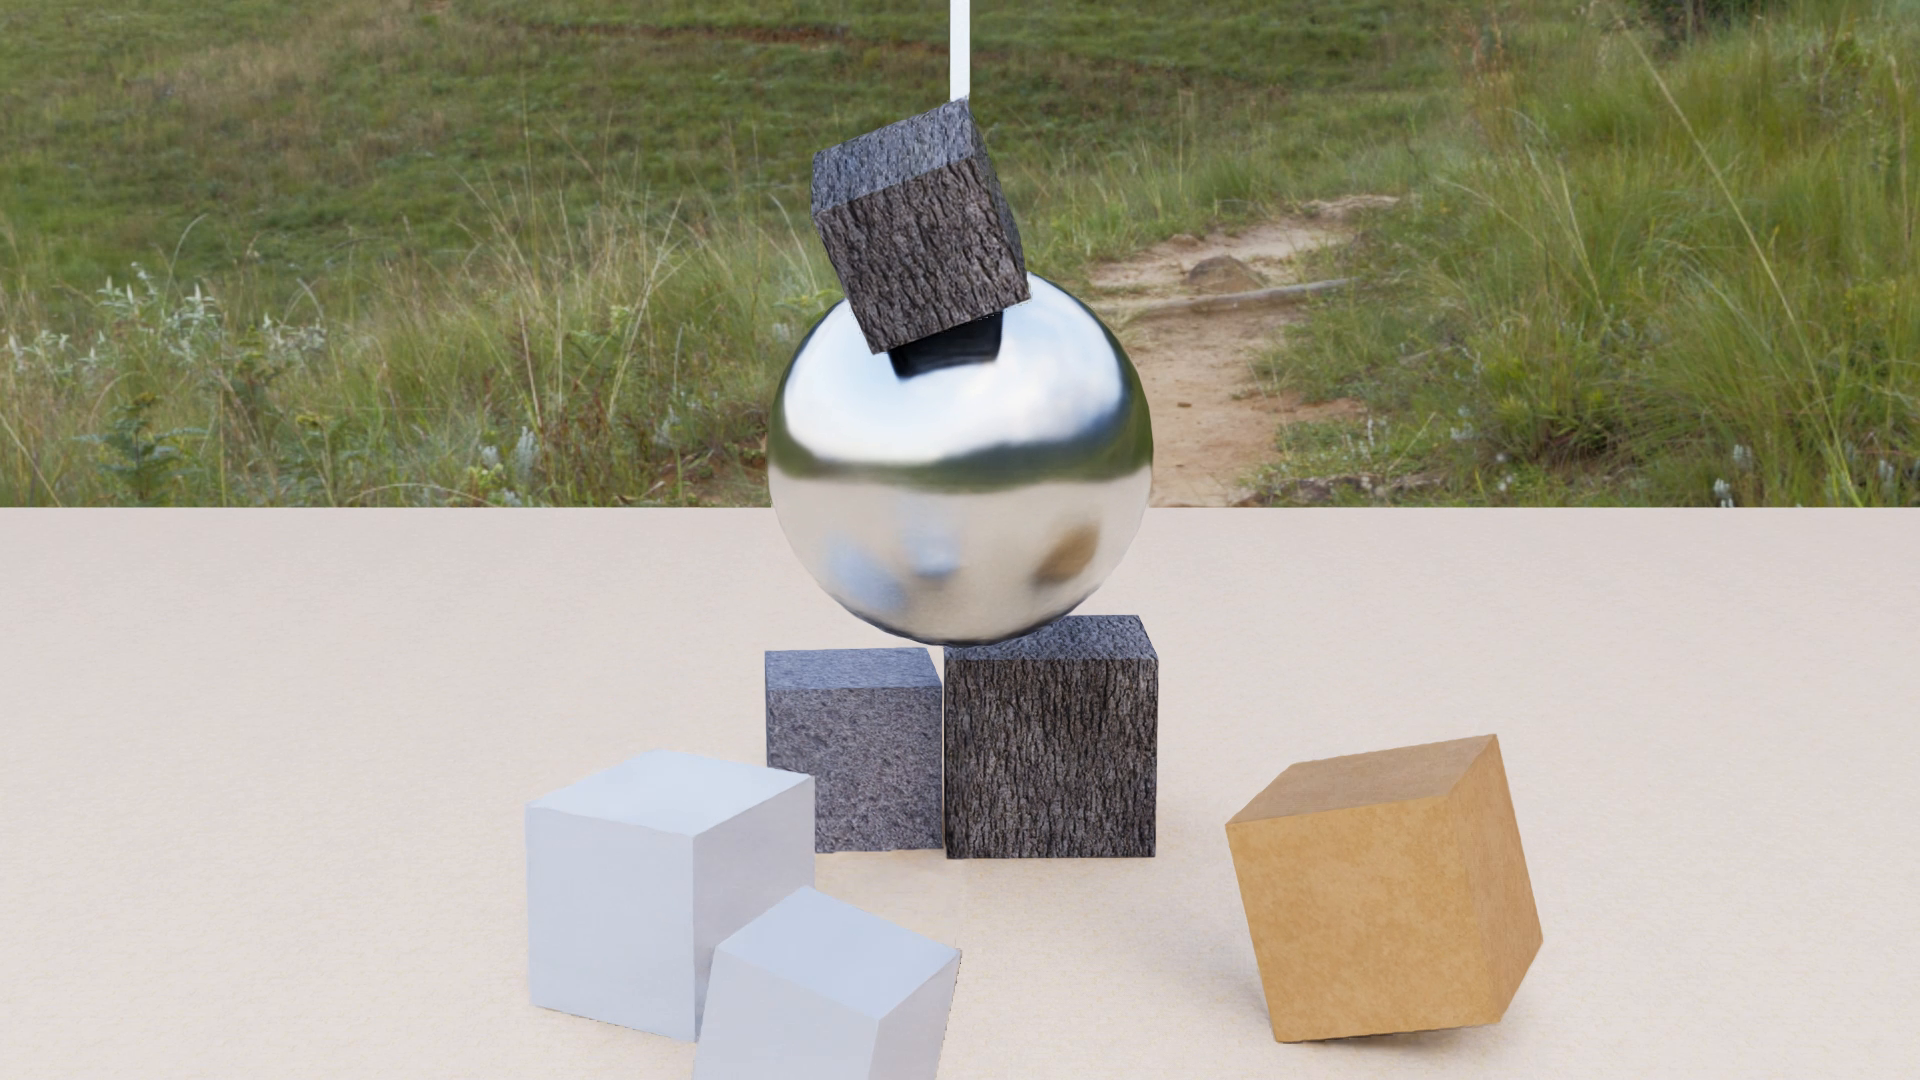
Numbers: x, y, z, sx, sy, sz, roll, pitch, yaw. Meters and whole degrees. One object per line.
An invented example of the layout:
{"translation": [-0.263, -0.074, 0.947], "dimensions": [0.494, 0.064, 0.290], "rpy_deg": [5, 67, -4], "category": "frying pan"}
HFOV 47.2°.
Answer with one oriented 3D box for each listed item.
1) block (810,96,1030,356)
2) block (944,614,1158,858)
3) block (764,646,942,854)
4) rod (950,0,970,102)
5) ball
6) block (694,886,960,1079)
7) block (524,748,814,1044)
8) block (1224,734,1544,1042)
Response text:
{"translation": [-0.152, -1.188, 8.289], "dimensions": [0.630, 0.604, 0.607], "rpy_deg": [-19, 30, 8], "category": "block"}
{"translation": [0.441, 0.988, 11.303], "dimensions": [1.037, 1.011, 1.016], "rpy_deg": [0, 10, -1], "category": "block"}
{"translation": [-0.560, 1.068, 11.337], "dimensions": [0.859, 0.842, 0.854], "rpy_deg": [-1, 10, -6], "category": "block"}
{"translation": [0.000, -3.713, 9.619], "dimensions": [0.080, 5.200, 0.080], "rpy_deg": [0, -9, 0], "category": "rod"}
{"translation": [0.000, -0.358, 9.070], "dimensions": [1.600, 1.600, 1.600], "rpy_deg": [0, 10, 0], "category": "ball"}
{"translation": [-0.479, 1.730, 7.862], "dimensions": [0.661, 0.614, 0.608], "rpy_deg": [19, 21, 22], "category": "block"}
{"translation": [-1.190, 1.448, 9.154], "dimensions": [0.811, 0.854, 0.907], "rpy_deg": [6, 13, 27], "category": "block"}
{"translation": [1.728, 1.389, 8.866], "dimensions": [0.892, 0.894, 0.948], "rpy_deg": [-12, 4, 26], "category": "block"}
